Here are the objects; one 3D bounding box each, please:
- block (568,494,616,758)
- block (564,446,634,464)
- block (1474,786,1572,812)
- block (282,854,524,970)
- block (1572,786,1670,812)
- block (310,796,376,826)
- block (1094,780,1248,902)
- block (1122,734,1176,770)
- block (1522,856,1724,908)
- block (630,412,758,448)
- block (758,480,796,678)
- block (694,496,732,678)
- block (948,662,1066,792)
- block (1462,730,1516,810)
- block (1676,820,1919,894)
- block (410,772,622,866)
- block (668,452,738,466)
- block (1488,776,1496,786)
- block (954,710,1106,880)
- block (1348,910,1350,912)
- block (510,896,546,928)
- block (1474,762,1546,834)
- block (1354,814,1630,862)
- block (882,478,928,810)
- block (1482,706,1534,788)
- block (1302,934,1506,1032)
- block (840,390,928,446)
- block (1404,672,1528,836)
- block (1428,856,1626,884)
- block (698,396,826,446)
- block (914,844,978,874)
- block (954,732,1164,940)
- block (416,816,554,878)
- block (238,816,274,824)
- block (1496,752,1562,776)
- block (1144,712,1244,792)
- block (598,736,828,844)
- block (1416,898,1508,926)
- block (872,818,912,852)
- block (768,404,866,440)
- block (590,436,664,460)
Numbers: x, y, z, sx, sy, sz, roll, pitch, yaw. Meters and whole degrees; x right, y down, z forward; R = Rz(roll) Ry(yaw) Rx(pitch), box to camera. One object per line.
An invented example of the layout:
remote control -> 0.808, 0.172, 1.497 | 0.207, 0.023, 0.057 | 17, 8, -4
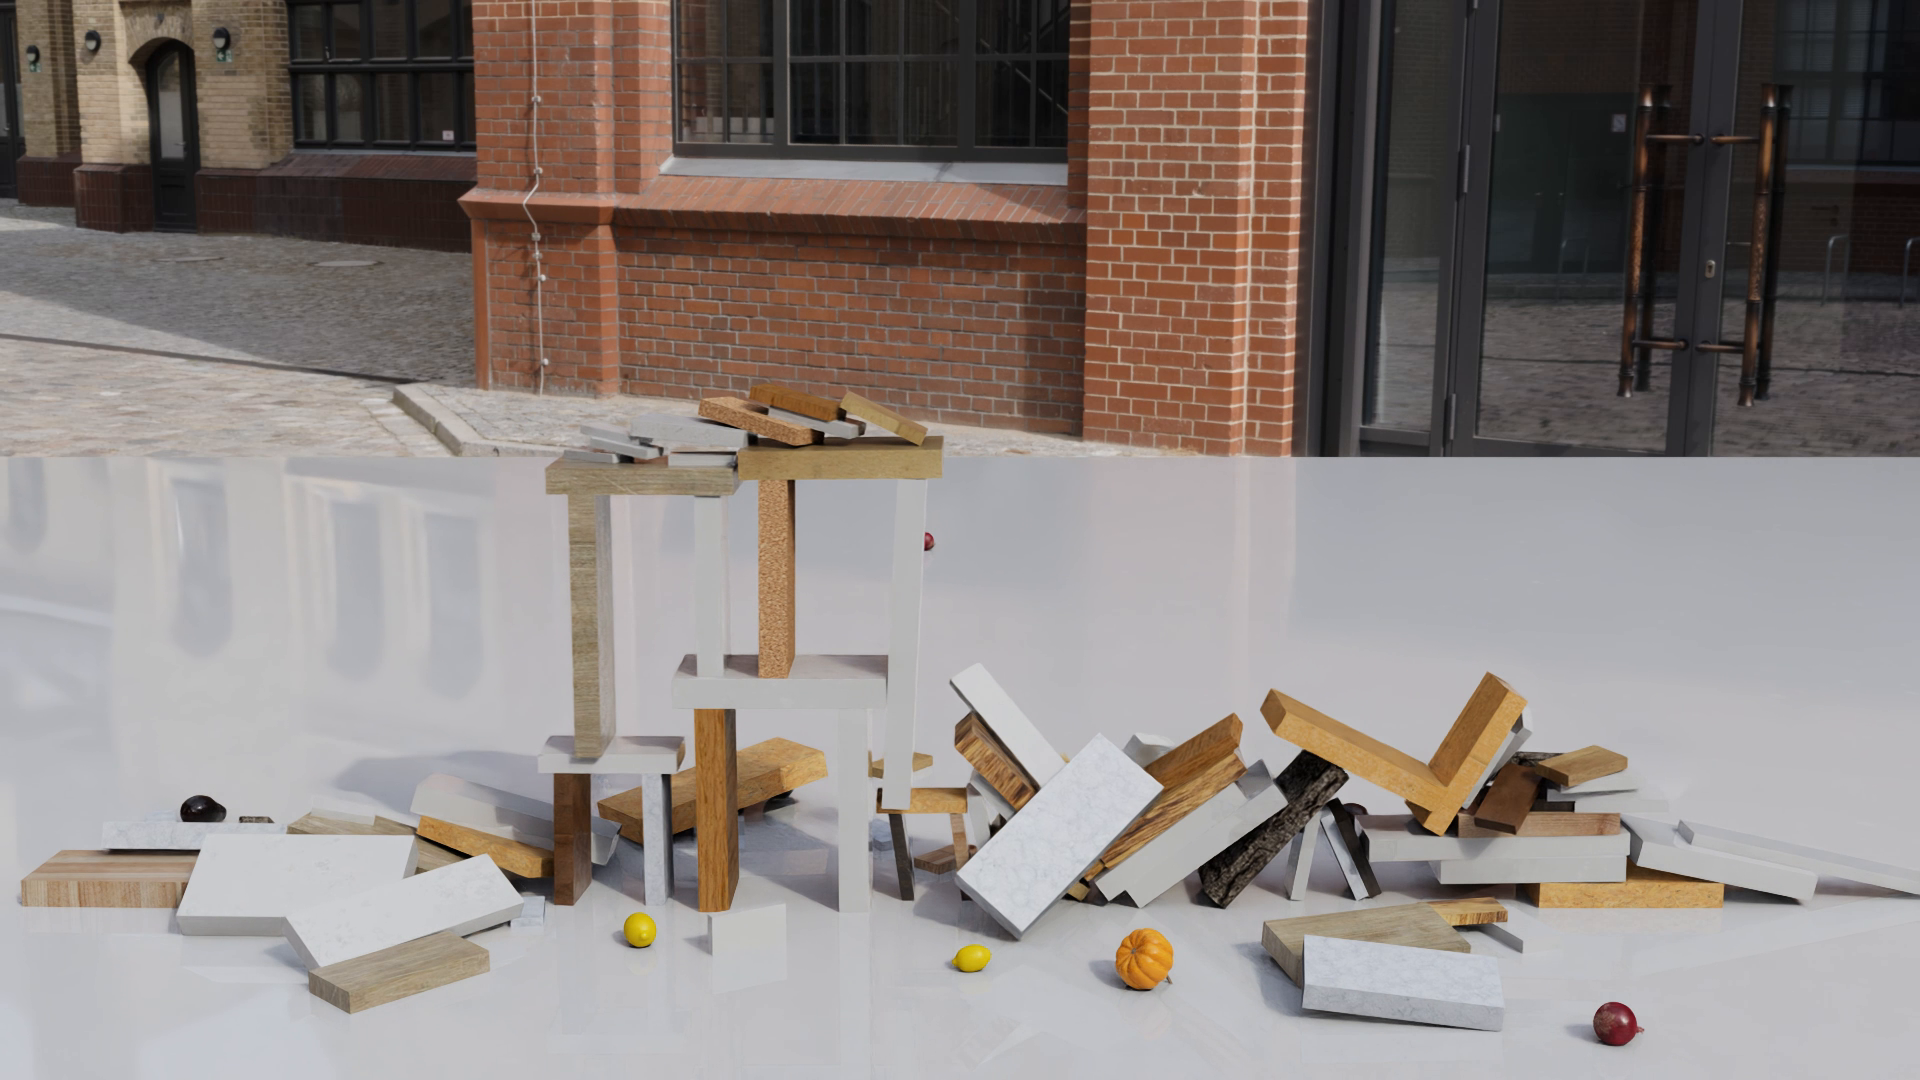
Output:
block -> -0.598, 0.126, 3.581 | 0.042, 0.430, 0.148 | 0, 11, 1
block -> -0.585, -0.138, 3.558 | 0.103, 0.015, 0.051 | 6, 12, 30
block -> 0.928, 0.426, 3.625 | 0.148, 0.021, 0.074 | 0, 11, 5
block -> -0.861, 0.585, 3.419 | 0.355, 0.033, 0.117 | -13, 46, -43
block -> 1.077, 0.426, 3.605 | 0.149, 0.021, 0.075 | 0, 11, 5
block -> -1.043, 0.458, 3.721 | 0.103, 0.015, 0.052 | 12, 11, -17
block -> 0.342, 0.480, 3.646 | 0.280, 0.040, 0.140 | -37, 8, 5
block -> 0.282, 0.409, 3.731 | 0.091, 0.183, 0.026 | 11, 29, -46
block -> 1.098, 0.568, 3.670 | 0.301, 0.043, 0.150 | 0, 11, 0
block -> -0.426, -0.177, 3.539 | 0.184, 0.026, 0.092 | 7, 12, 8
block -> -0.296, 0.049, 3.565 | 0.045, 0.320, 0.160 | 1, 11, 0
block -> -0.401, 0.061, 3.570 | 0.042, 0.296, 0.148 | 0, 10, -1
block -> 0.121, 0.355, 3.649 | 0.063, 0.018, 0.381 | -28, 62, -26
block -> 0.859, 0.368, 3.631 | 0.021, 0.148, 0.074 | 30, 8, -7
block -> 1.421, 0.532, 3.658 | 0.445, 0.021, 0.075 | 12, 10, -2
block -> -0.762, 0.480, 3.796 | 0.340, 0.048, 0.170 | 16, 0, -4
block -> -0.411, -0.131, 3.517 | 0.105, 0.015, 0.053 | 0, 10, -2
block -> 0.978, 0.466, 3.772 | 0.285, 0.020, 0.072 | 41, 3, -13
block -> 0.115, 0.424, 3.657 | 0.040, 0.316, 0.140 | -44, 7, 7
block -> 0.687, 0.612, 3.497 | 0.136, 0.019, 0.068 | 2, 11, 8
block -> -0.700, 0.602, 3.563 | 0.051, 0.015, 0.103 | -2, 11, -9
block -> 0.893, 0.419, 3.568 | 0.069, 0.020, 0.139 | 9, 40, 34
block -> 0.880, 0.490, 3.650 | 0.425, 0.037, 0.131 | -1, 11, 0
block -> -0.089, 0.155, 3.584 | 0.045, 0.540, 0.160 | 3, 11, 0
block -> 0.896, 0.341, 3.639 | 0.020, 0.139, 0.069 | 30, 30, -7
block -> 0.637, 0.639, 3.180 | 0.280, 0.040, 0.140 | 6, 20, 6
block -> -0.121, -0.195, 3.518 | 0.142, 0.020, 0.071 | 26, 11, -2
block -> 0.834, 0.352, 3.633 | 0.037, 0.262, 0.131 | 30, 8, -7
block -> 0.938, 0.526, 3.665 | 0.301, 0.043, 0.150 | -1, 11, 2
block -> -0.318, -0.192, 3.538 | 0.184, 0.026, 0.092 | 18, 13, 22
block -> -0.017, 0.553, 3.823 | 0.060, 0.017, 0.120 | 9, 14, 42
block -> 0.161, 0.473, 3.533 | 0.140, 0.040, 0.349 | 39, 63, 18
block -> -0.785, 0.515, 3.710 | 0.235, 0.033, 0.117 | 16, 0, 24
block -> -1.233, 0.512, 3.888 | 0.052, 0.015, 0.104 | 0, -26, 2
block -> 0.969, 0.389, 3.670 | 0.144, 0.072, 0.020 | 1, 31, 14
block -> 0.383, 0.358, 3.637 | 0.183, 0.026, 0.091 | -34, 9, 20
block -> -0.454, 0.458, 4.053 | 0.388, 0.048, 0.170 | -18, 15, -32
block -> 0.798, 0.592, 3.498 | 0.127, 0.018, 0.063 | -3, 11, -8
block -> -0.143, 0.529, 3.949 | 0.063, 0.018, 0.125 | -6, 12, -29
block -> -0.229, -0.193, 3.525 | 0.142, 0.020, 0.071 | 16, 13, 15
block -> -0.536, -0.150, 3.534 | 0.105, 0.015, 0.053 | 13, 13, 19
